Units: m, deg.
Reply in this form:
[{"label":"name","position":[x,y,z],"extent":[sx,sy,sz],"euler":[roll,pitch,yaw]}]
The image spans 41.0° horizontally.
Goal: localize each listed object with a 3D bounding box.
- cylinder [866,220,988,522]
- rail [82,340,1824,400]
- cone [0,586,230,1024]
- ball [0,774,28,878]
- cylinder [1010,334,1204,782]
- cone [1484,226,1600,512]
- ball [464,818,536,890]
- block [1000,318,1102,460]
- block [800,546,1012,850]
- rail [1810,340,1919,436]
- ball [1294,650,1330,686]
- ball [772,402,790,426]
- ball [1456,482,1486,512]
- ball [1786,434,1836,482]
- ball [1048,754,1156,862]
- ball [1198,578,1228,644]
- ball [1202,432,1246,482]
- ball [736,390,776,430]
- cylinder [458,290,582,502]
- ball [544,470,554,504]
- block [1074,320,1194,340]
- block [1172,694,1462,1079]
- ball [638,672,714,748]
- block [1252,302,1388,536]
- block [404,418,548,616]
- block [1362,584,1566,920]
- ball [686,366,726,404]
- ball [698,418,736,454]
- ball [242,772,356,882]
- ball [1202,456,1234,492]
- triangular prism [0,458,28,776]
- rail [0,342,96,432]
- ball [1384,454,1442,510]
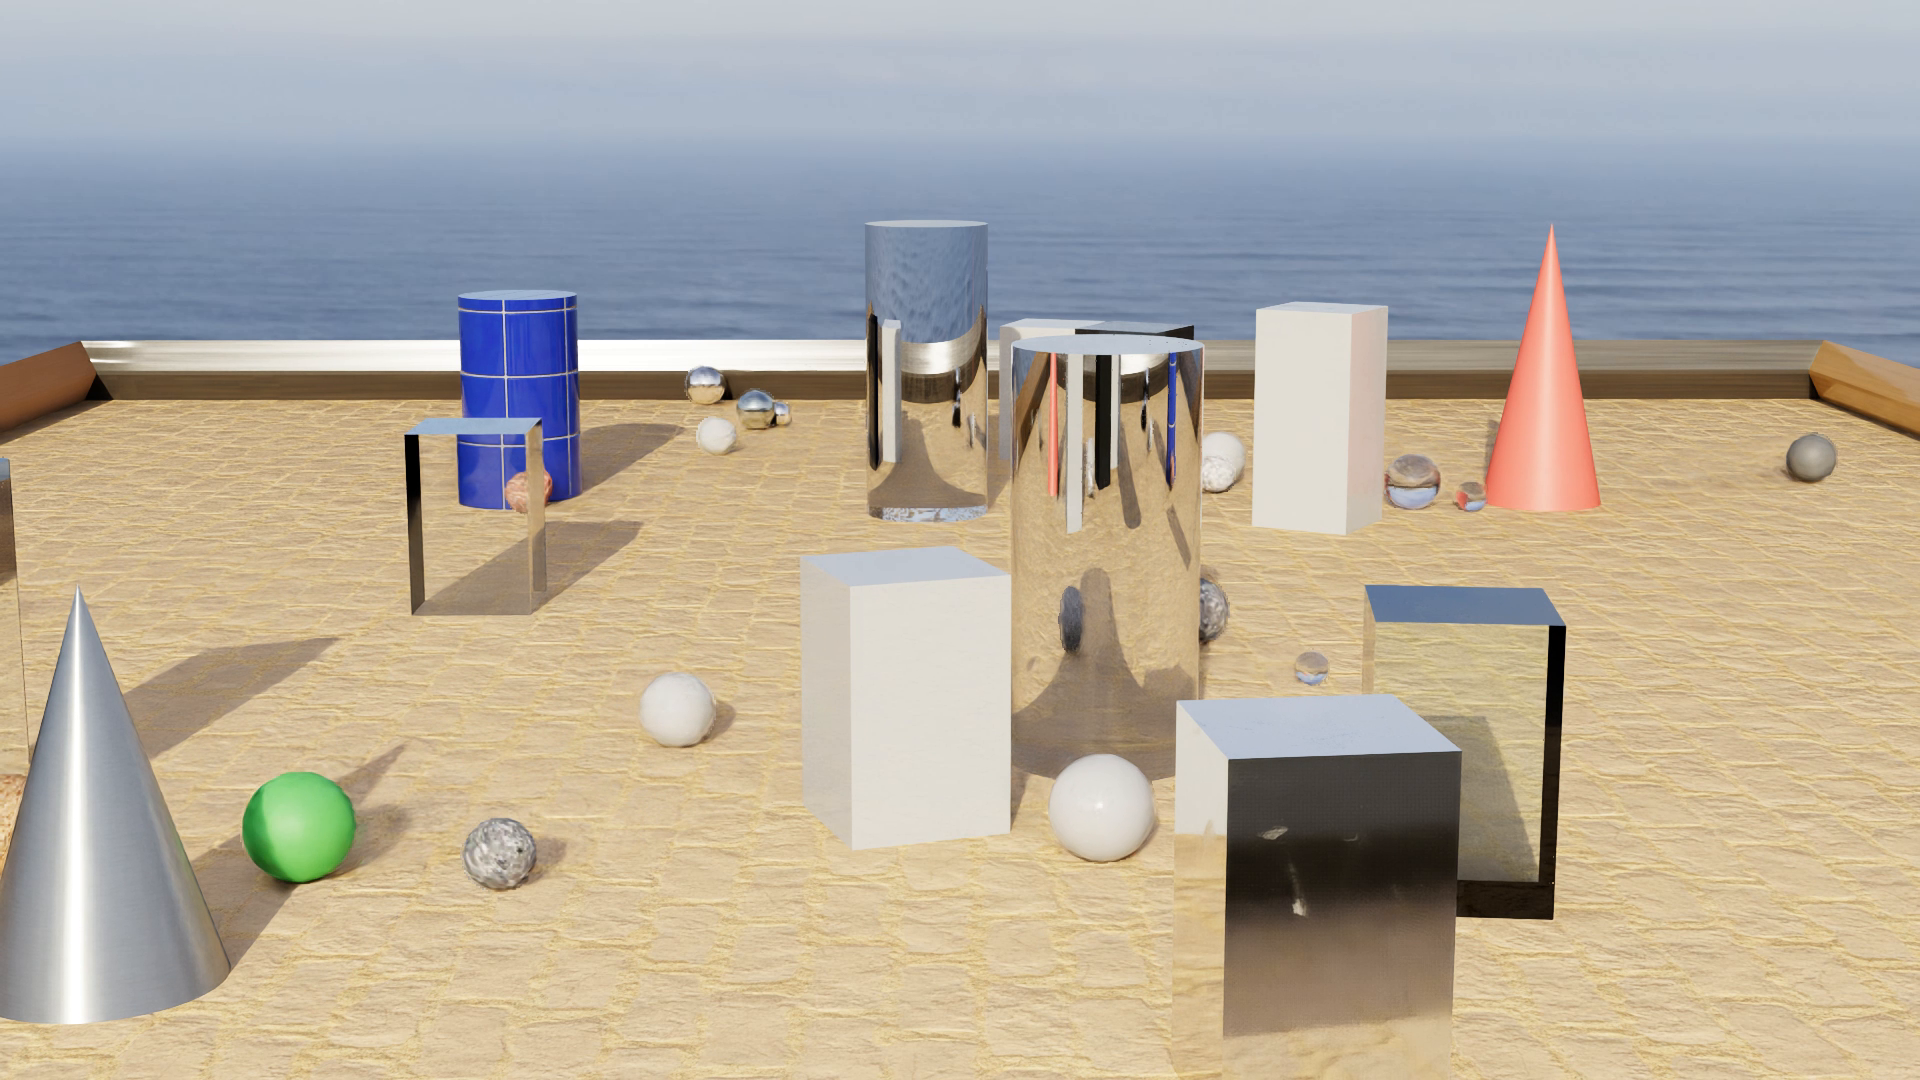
[{"label":"cylinder","position":[-0.054,-0.279,4.198],"extent":[0.199,0.474,0.199],"euler":[0,10,0]},{"label":"rail","position":[-0.013,-0.371,5.638],"extent":[3.842,0.130,0.045],"euler":[0,10,0]},{"label":"cone","position":[-0.693,0.194,2.044],"extent":[0.199,0.326,0.199],"euler":[0,10,0]},{"label":"ball","position":[-0.858,0.260,2.311],"extent":[0.099,0.099,0.099],"euler":[0,10,0]},{"label":"cylinder","position":[0.153,0.015,2.694],"extent":[0.199,0.442,0.199],"euler":[0,10,0]},{"label":"cone","position":[0.983,-0.297,4.304],"extent":[0.199,0.470,0.199],"euler":[0,10,0]},{"label":"ball","position":[-0.412,0.281,2.295],"extent":[0.065,0.065,0.065],"euler":[0,10,0]},{"label":"block","position":[0.174,-0.283,4.836],"extent":[0.160,0.249,0.160],"euler":[4,11,19]},{"label":"block","position":[-0.054,0.149,2.490],"extent":[0.160,0.253,0.160],"euler":[-4,11,-20]},{"label":"rail","position":[1.897,0.031,3.459],"extent":[0.045,0.130,4.500],"euler":[0,10,0]},{"label":"ball","position":[0.419,0.152,3.054],"extent":[0.041,0.041,0.041],"euler":[0,10,0]},{"label":"ball","position":[-0.371,-0.258,5.251],"extent":[0.049,0.049,0.049],"euler":[0,10,0]},{"label":"ball","position":[0.846,-0.072,4.242],"extent":[0.050,0.050,0.050],"euler":[0,10,0]},{"label":"ball","position":[1.505,-0.144,4.536],"extent":[0.085,0.085,0.085],"euler":[0,10,0]},{"label":"ball","position":[0.132,0.248,2.377],"extent":[0.100,0.100,0.100],"euler":[0,10,0]},{"label":"ball","position":[0.300,0.090,3.274],"extent":[0.084,0.084,0.084],"euler":[0,10,0]},{"label":"ball","position":[0.457,-0.143,4.508],"extent":[0.092,0.092,0.092],"euler":[0,10,0]},{"label":"ball","position":[-0.414,-0.264,5.201],"extent":[0.079,0.079,0.079],"euler":[0,10,0]},{"label":"cylinder","position":[-0.750,-0.247,4.382],"extent":[0.199,0.343,0.199],"euler":[0,10,0]},{"label":"ball","position":[-0.714,-0.089,4.278],"extent":[0.071,0.071,0.071],"euler":[0,10,0]},{"label":"block","position":[0.312,-0.249,4.601],"extent":[0.160,0.268,0.160],"euler":[6,12,29]},{"label":"block","position":[0.245,0.264,1.804],"extent":[0.160,0.276,0.160],"euler":[-1,11,-7]},{"label":"ball","position":[-0.306,0.184,2.774],"extent":[0.082,0.082,0.082],"euler":[0,10,0]},{"label":"block","position":[0.576,-0.198,4.108],"extent":[0.160,0.348,0.160],"euler":[6,12,29]},{"label":"block","position":[-0.658,-0.034,3.499],"extent":[0.160,0.246,0.160],"euler":[0,10,-1]},{"label":"block","position":[0.441,0.185,2.278],"extent":[0.160,0.260,0.160],"euler":[1,11,5]},{"label":"ball","position":[-0.552,-0.337,5.580],"extent":[0.085,0.085,0.085],"euler":[0,10,0]},{"label":"ball","position":[-0.459,-0.197,4.860],"extent":[0.071,0.071,0.071],"euler":[0,10,0]},{"label":"ball","position":[-0.597,0.259,2.317],"extent":[0.100,0.100,0.100],"euler":[0,10,0]},{"label":"ball","position":[0.441,-0.113,4.429],"extent":[0.064,0.064,0.064],"euler":[0,10,0]},{"label":"triangular prism","position":[-0.944,0.111,2.403],"extent":[0.173,0.360,0.150],"euler":[7,12,32]},{"label":"rail","position":[-1.897,0.035,3.438],"extent":[0.045,0.130,4.500],"euler":[0,10,0]},{"label":"ball","position":[0.751,-0.097,4.259],"extent":[0.093,0.093,0.093],"euler":[0,10,0]}]
